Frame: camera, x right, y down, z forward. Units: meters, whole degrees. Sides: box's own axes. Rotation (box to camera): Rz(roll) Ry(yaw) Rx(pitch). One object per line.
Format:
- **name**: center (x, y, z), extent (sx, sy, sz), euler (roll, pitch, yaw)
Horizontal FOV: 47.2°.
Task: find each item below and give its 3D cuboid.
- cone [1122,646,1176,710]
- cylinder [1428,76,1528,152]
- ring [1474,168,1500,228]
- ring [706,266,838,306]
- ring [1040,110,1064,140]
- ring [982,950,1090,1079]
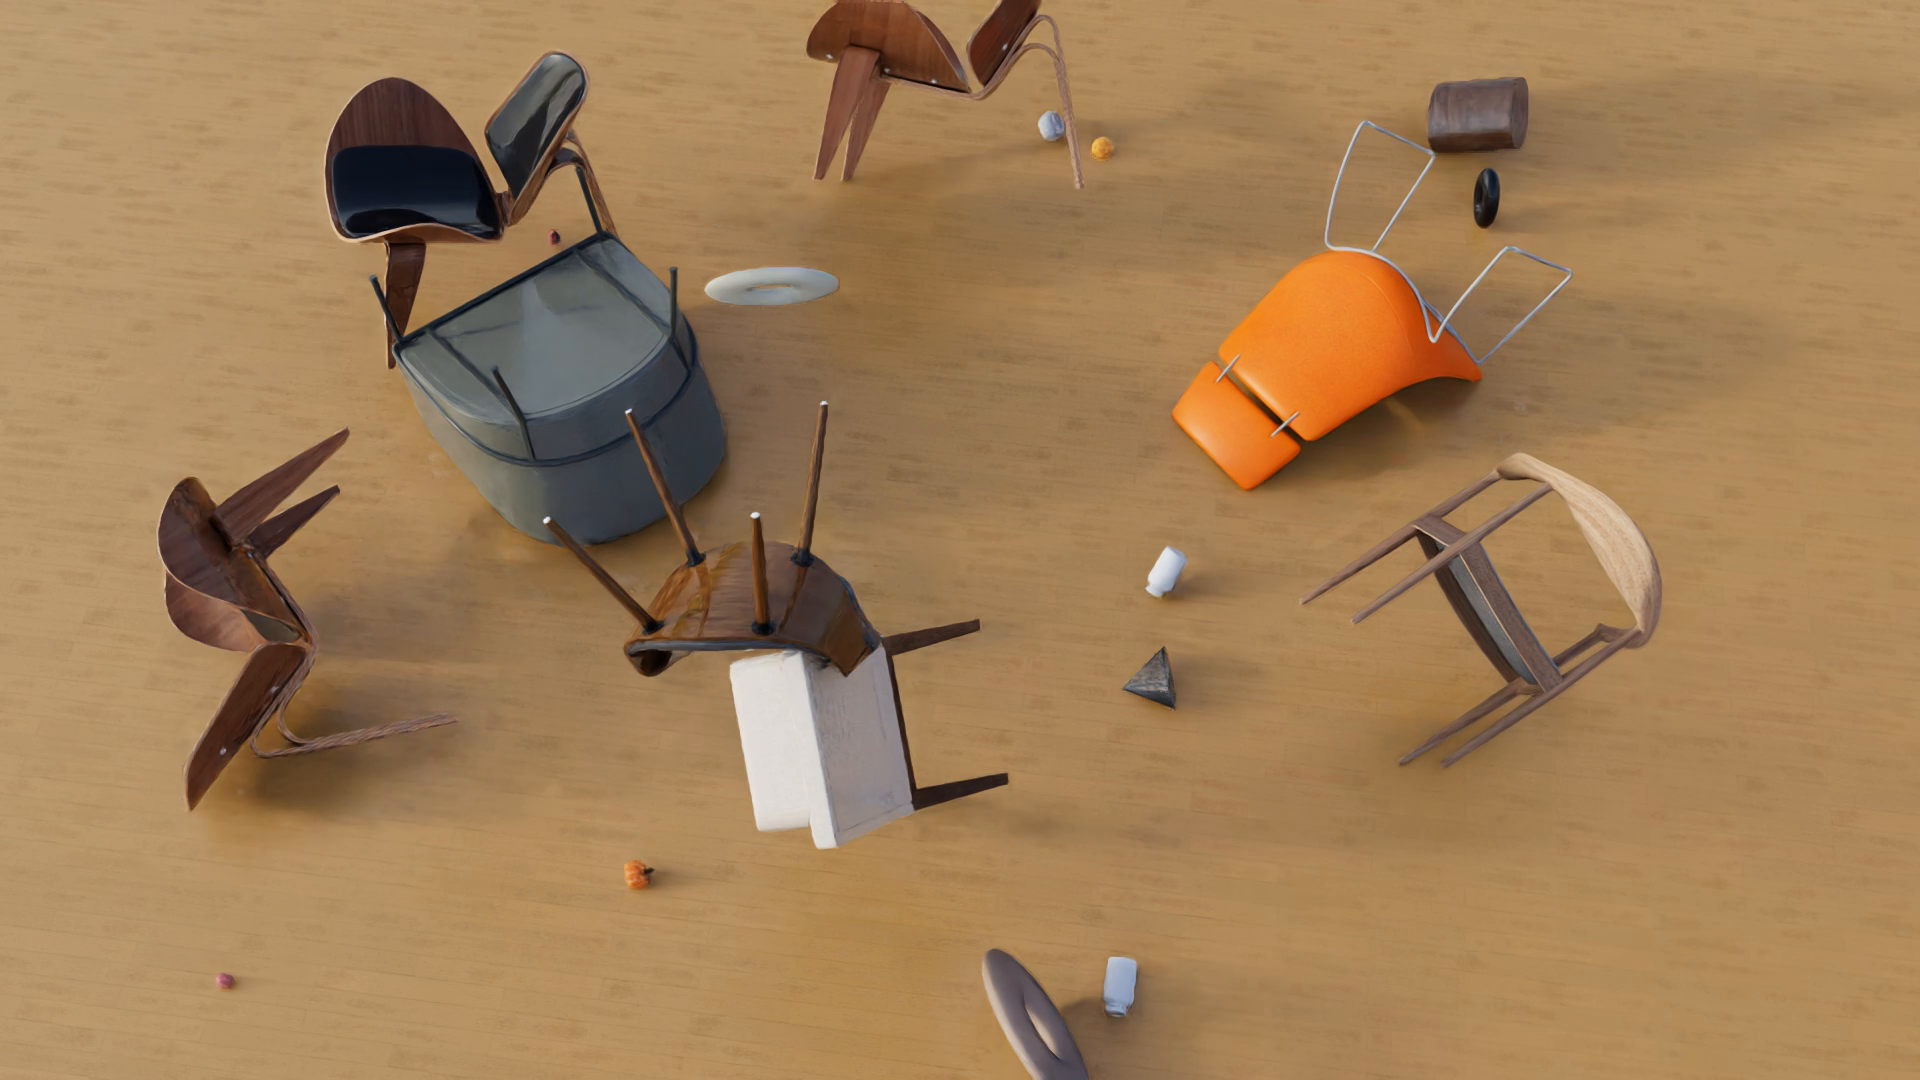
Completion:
- **cone**: center (0.529, 0.408, 6.273), extent (0.144, 0.096, 0.206), euler (-14, 55, 13)
- **cylinder**: center (1.734, -1.421, 7.355), extent (0.282, 0.180, 0.252), euler (3, 70, 31)
- **ring**: center (1.723, -1.118, 7.198), extent (0.056, 0.217, 0.125), euler (-5, 40, -4)
- **ring**: center (-0.543, -0.732, 6.350), extent (0.387, 0.168, 0.048), euler (-3, 64, -4)
- **ring**: center (0.310, -1.405, 7.459), extent (0.056, 0.095, 0.125), euler (-24, 24, 29)
- **ring**: center (0.193, 1.232, 5.523), extent (0.066, 0.436, 0.466), euler (-34, 84, 9)
